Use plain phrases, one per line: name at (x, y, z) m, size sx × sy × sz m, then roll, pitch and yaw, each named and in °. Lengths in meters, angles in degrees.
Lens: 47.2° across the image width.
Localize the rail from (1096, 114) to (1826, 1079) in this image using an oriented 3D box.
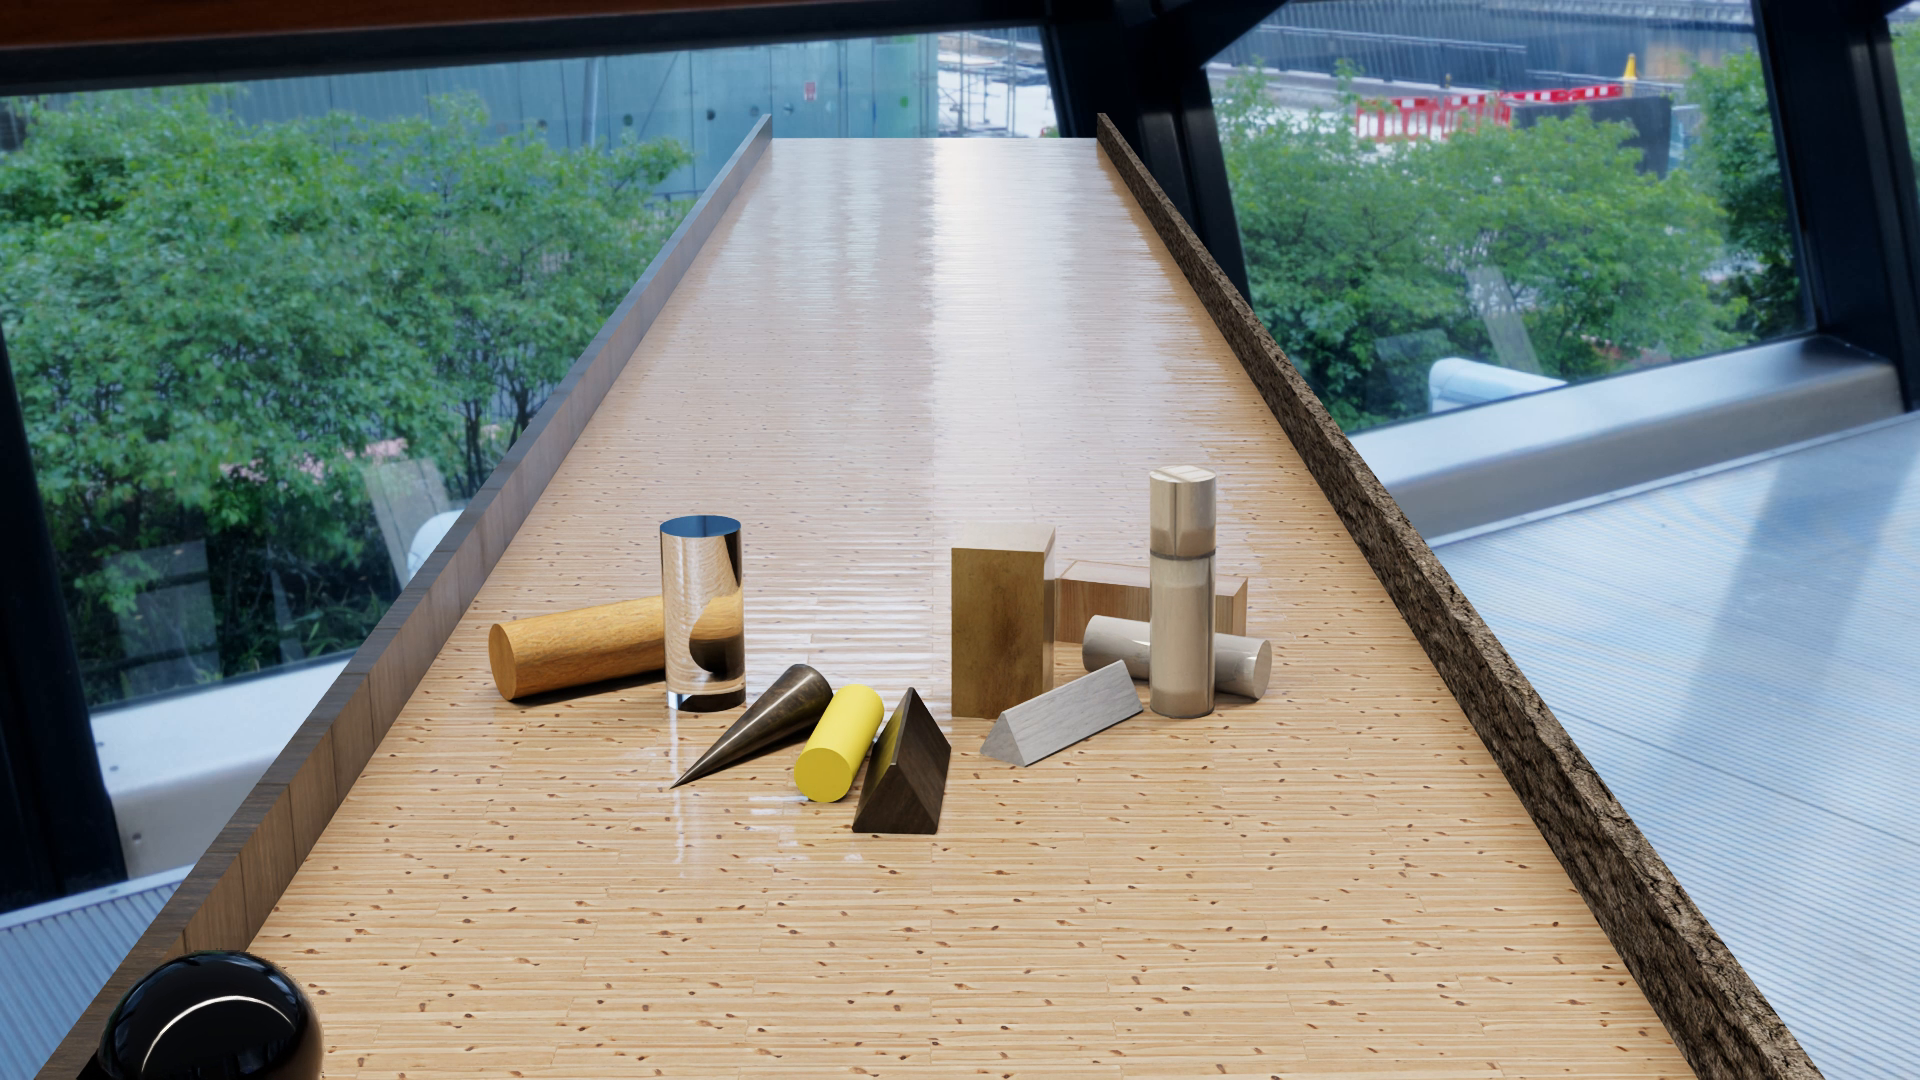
rail at (0.932, -0.844, 7.801) m, size 0.050 × 0.150 × 12.000 m, roll 0°, pitch 17°, yaw -1°

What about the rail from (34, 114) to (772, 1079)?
rail at (-1.118, -0.838, 7.780) m, size 0.050 × 0.150 × 12.000 m, roll 0°, pitch 17°, yaw -1°

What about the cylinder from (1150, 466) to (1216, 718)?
cylinder at (0.415, 0.097, 4.096) m, size 0.122 × 0.455 × 0.122 m, roll -1°, pitch 16°, yaw 0°

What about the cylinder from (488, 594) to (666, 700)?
cylinder at (-0.700, 0.202, 4.287) m, size 0.402 × 0.148 × 0.148 m, roll -10°, pitch 19°, yaw -30°

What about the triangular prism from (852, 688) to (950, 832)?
triangular prism at (-0.097, 0.370, 3.762) m, size 0.138 × 0.120 × 0.362 m, roll 1°, pitch 17°, yaw 3°

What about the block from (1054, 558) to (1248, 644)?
block at (0.379, 0.140, 4.517) m, size 0.398 × 0.136 × 0.136 m, roll 6°, pitch 17°, yaw 18°

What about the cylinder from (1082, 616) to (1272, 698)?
cylinder at (0.420, 0.225, 4.269) m, size 0.349 × 0.114 × 0.114 m, roll 8°, pitch 18°, yaw 24°

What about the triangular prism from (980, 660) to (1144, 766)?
triangular prism at (0.190, 0.308, 4.025) m, size 0.104 × 0.090 × 0.358 m, roll 14°, pitch 21°, yaw 38°

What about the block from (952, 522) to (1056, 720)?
block at (0.082, 0.151, 4.134) m, size 0.171 × 0.331 × 0.171 m, roll 3°, pitch 17°, yaw 9°

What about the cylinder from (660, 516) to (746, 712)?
cylinder at (-0.485, 0.139, 4.158) m, size 0.152 × 0.343 × 0.152 m, roll 0°, pitch 17°, yaw 0°

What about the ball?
ball at (-0.905, 0.628, 2.657) m, size 0.260 × 0.260 × 0.260 m, roll 0°, pitch 17°, yaw 0°

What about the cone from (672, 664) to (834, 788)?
cone at (-0.390, 0.357, 3.921) m, size 0.122 × 0.122 × 0.387 m, roll 12°, pitch 29°, yaw 34°

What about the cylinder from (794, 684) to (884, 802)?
cylinder at (-0.209, 0.353, 3.863) m, size 0.100 × 0.100 × 0.312 m, roll 2°, pitch 17°, yaw 8°
